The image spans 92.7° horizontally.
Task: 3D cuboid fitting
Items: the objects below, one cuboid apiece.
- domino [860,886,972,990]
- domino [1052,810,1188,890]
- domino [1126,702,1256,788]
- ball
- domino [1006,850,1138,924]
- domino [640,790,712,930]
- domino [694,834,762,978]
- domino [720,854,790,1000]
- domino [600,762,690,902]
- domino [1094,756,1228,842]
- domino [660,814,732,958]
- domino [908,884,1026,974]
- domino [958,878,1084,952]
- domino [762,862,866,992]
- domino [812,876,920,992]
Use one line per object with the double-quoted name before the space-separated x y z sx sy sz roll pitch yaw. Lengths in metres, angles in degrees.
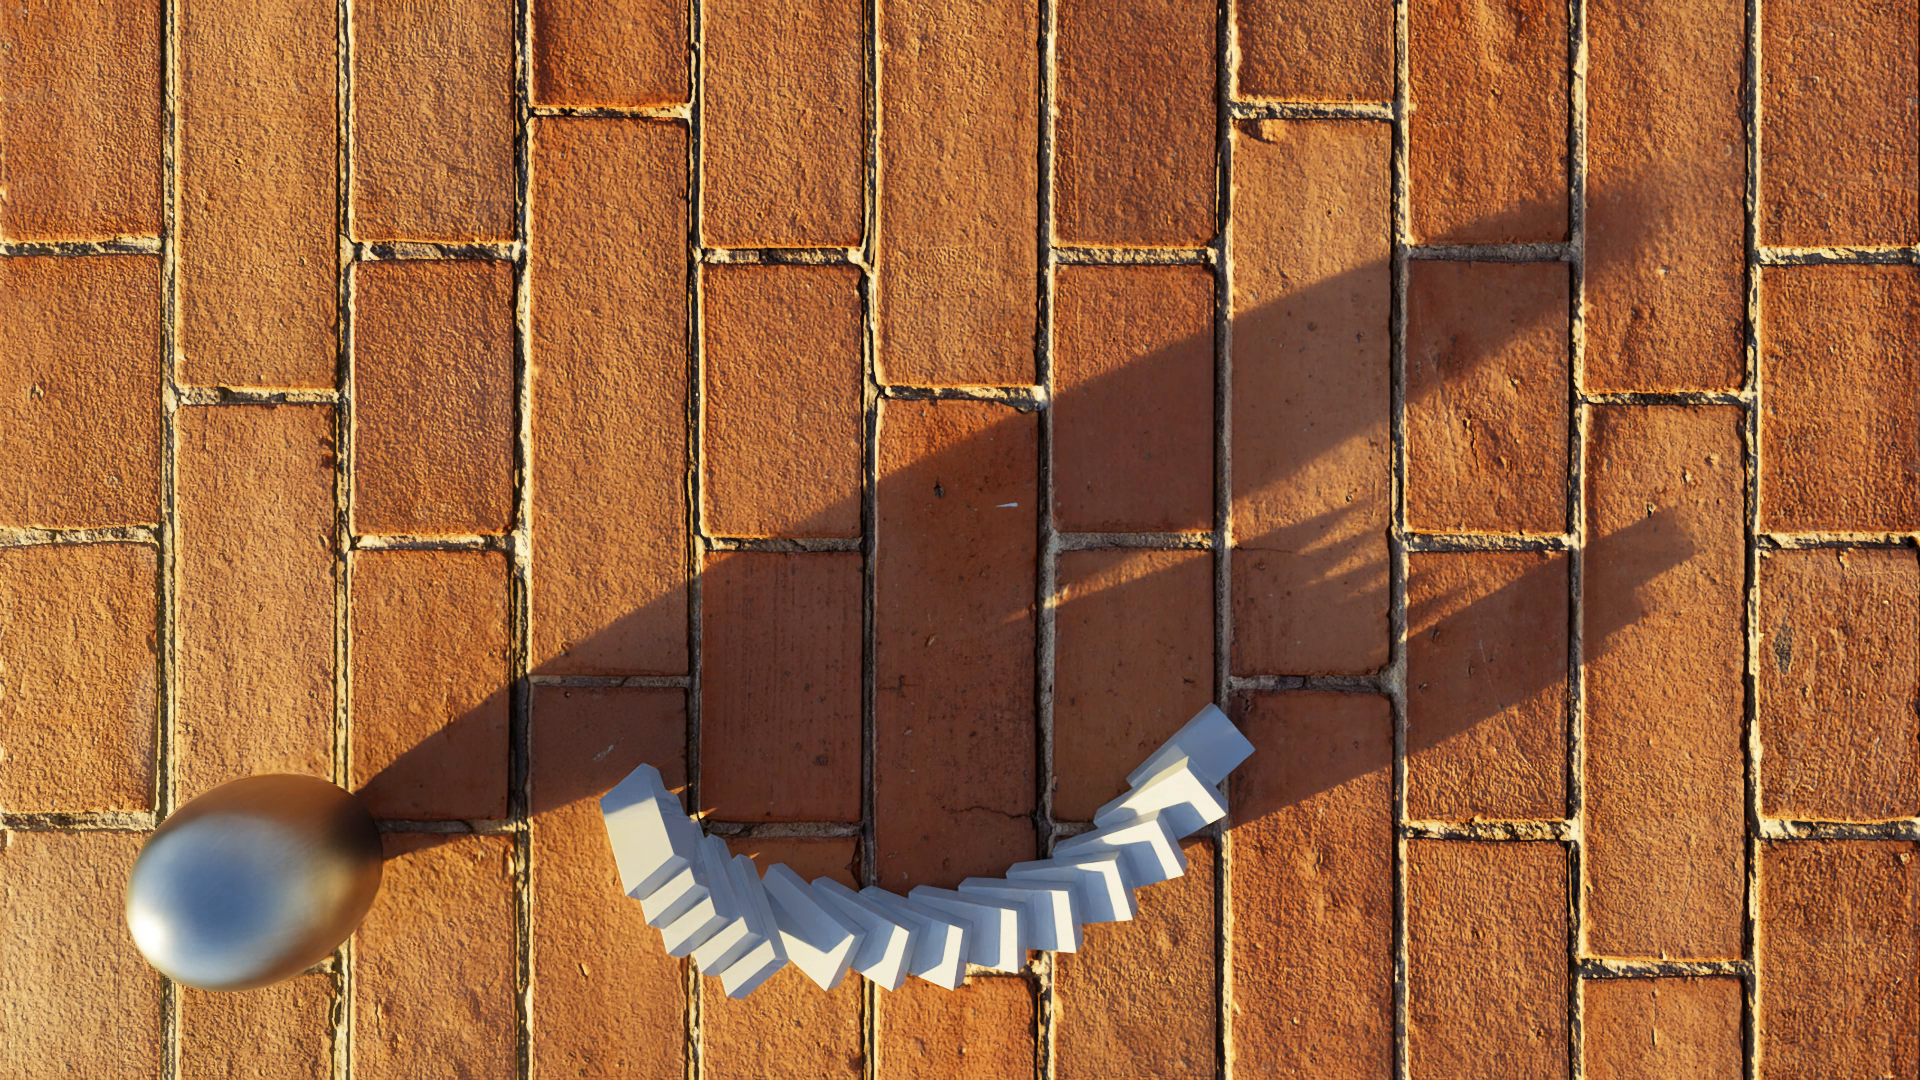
"domino" -0.021 0.166 0.385 0.050 0.009 0.025 9 90 27
"domino" 0.067 0.133 0.385 0.050 0.009 0.025 -27 90 26
"domino" 0.099 0.097 0.395 0.050 0.009 0.025 -42 90 0
"ball" -0.274 0.133 0.360 0.080 0.080 0.080 0 90 0
"domino" 0.047 0.147 0.385 0.050 0.009 0.025 -17 90 26
"domino" -0.123 0.131 0.380 0.025 0.010 0.050 -40 47 0
"domino" -0.102 0.150 0.379 0.025 0.010 0.050 -41 47 0
"domino" -0.091 0.159 0.379 0.025 0.010 0.050 -39 47 1
"domino" -0.131 0.120 0.380 0.025 0.009 0.050 -41 47 0
"domino" 0.084 0.114 0.384 0.050 0.009 0.025 -40 91 26
"domino" -0.114 0.142 0.379 0.025 0.010 0.050 -39 47 1
"domino" 0.003 0.163 0.385 0.050 0.009 0.025 -1 90 26
"domino" 0.025 0.157 0.385 0.050 0.009 0.025 -8 90 26
"domino" -0.065 0.161 0.384 0.050 0.010 0.025 28 91 28
"domino" -0.043 0.164 0.384 0.050 0.010 0.025 16 90 28
